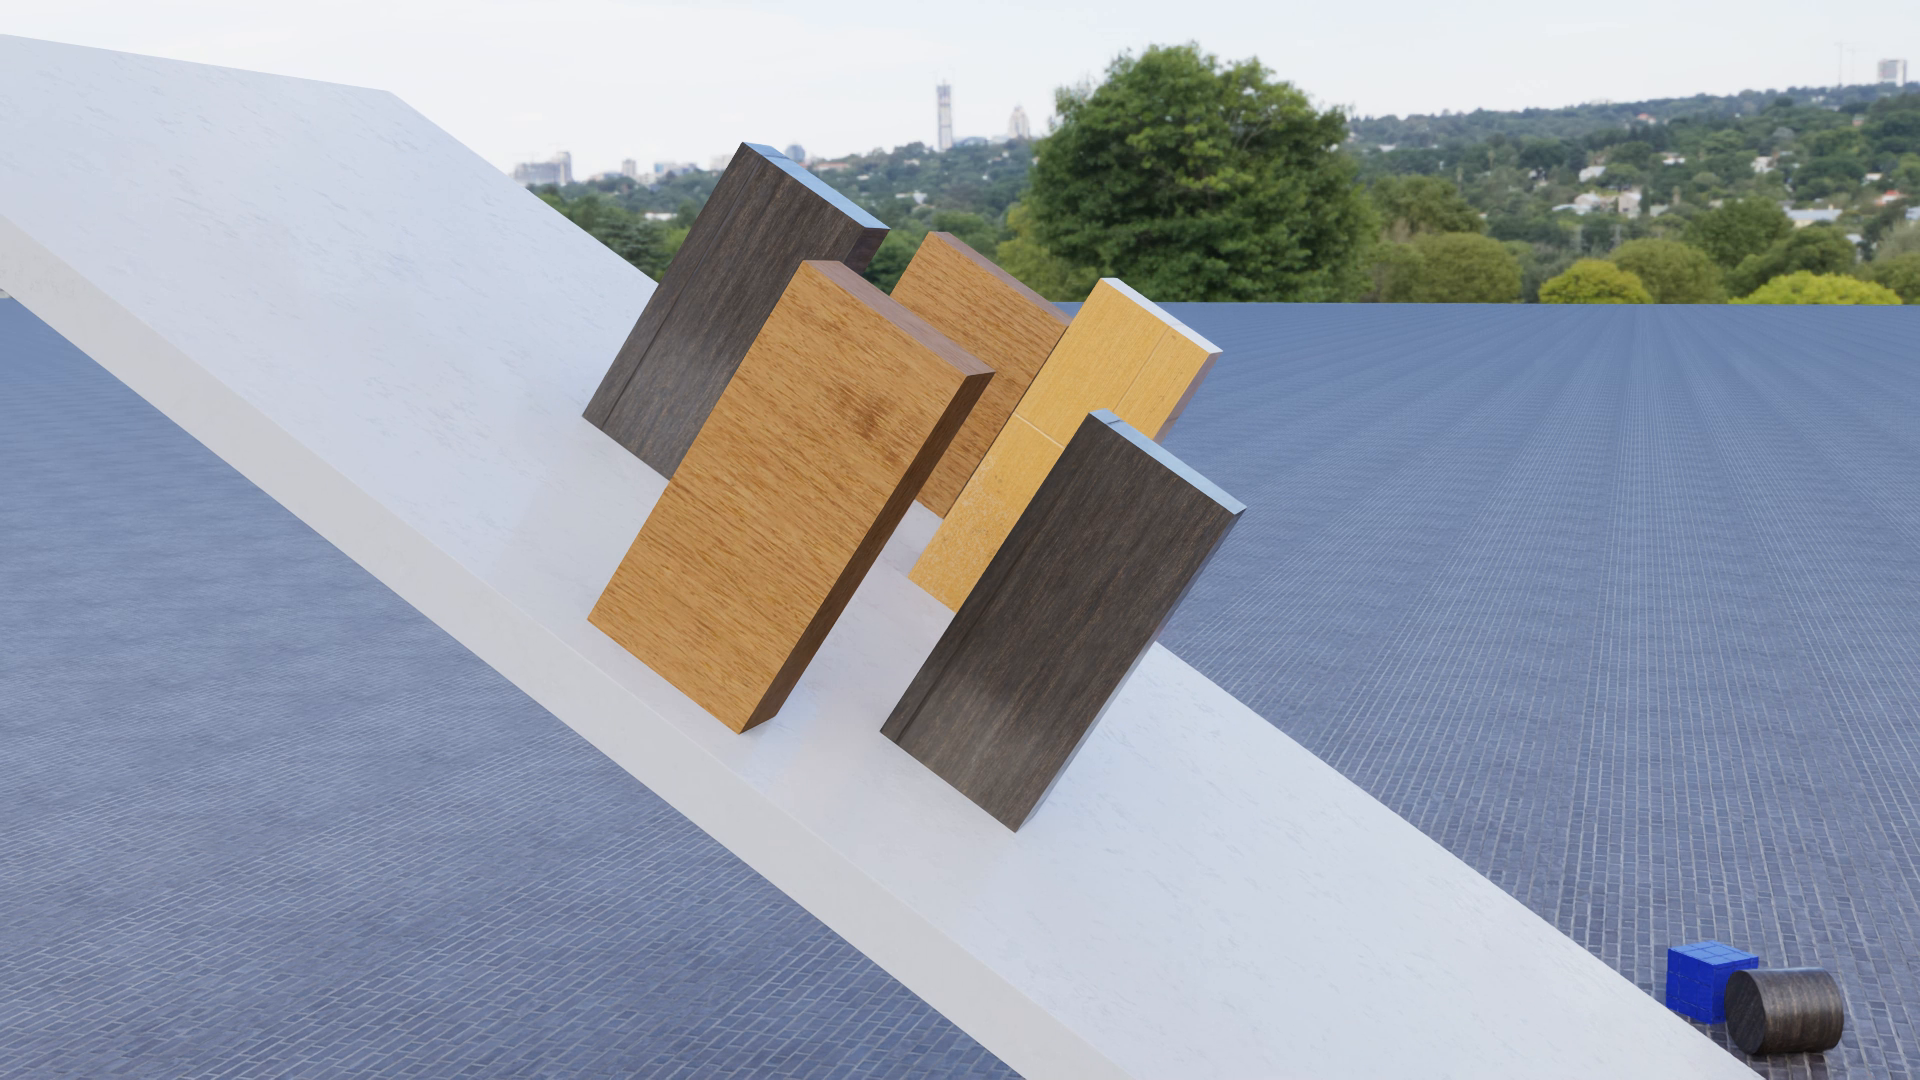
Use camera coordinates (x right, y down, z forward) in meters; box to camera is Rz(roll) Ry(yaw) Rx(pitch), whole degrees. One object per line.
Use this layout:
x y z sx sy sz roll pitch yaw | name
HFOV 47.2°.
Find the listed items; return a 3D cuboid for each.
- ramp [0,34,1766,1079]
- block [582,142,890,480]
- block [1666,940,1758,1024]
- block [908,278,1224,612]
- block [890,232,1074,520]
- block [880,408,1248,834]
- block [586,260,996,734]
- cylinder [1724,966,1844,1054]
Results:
-0.122 0.206 4.097 4.000 0.100 2.000 36 15 10 | ramp
-0.415 -0.399 4.049 0.278 0.596 0.139 36 15 10 | block
1.889 1.110 5.524 0.152 0.152 0.152 -3 8 -27 | block
0.202 -0.146 4.301 0.254 0.705 0.136 36 15 10 | block
-0.032 -0.368 4.892 0.372 0.510 0.142 36 15 10 | block
0.160 0.129 3.510 0.275 0.627 0.114 36 15 10 | block
-0.253 -0.064 3.252 0.292 0.638 0.147 36 15 10 | block
1.963 1.121 5.244 0.197 0.197 0.197 -1 7 -8 | cylinder
